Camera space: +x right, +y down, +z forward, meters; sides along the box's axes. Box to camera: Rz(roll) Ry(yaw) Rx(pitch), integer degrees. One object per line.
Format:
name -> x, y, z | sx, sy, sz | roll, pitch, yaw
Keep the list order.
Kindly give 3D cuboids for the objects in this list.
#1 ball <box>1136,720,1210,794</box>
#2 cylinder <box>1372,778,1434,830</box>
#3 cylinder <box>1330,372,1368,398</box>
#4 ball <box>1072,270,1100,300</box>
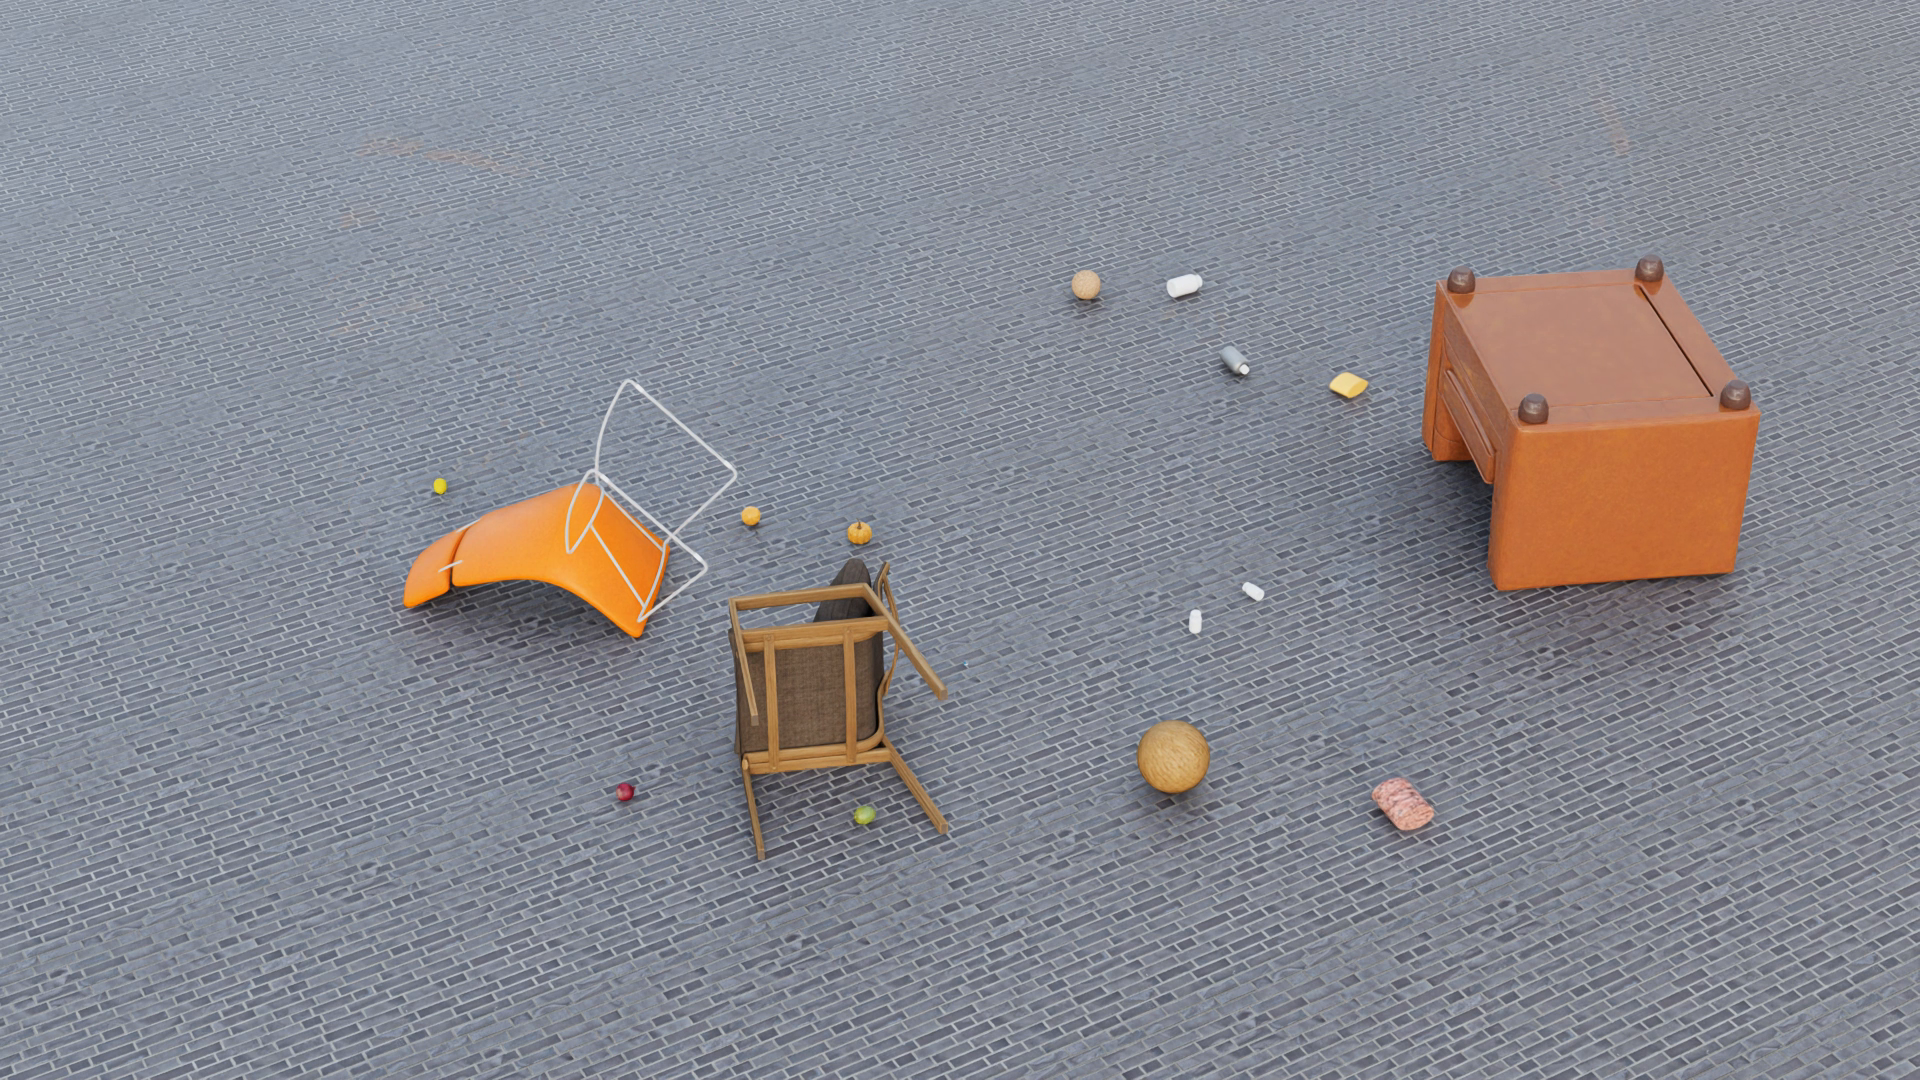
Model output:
ball -> 0.702, 0.712, 9.643 | 0.242, 0.242, 0.242 | 0, 33, 0
cylinder -> 1.444, 0.860, 9.559 | 0.138, 0.088, 0.163 | -14, 36, -18
cylinder -> 1.570, -0.627, 11.843 | 0.130, 0.058, 0.092 | -29, 43, -34
ball -> 0.537, -1.087, 12.480 | 0.126, 0.126, 0.126 | 0, 33, 0
